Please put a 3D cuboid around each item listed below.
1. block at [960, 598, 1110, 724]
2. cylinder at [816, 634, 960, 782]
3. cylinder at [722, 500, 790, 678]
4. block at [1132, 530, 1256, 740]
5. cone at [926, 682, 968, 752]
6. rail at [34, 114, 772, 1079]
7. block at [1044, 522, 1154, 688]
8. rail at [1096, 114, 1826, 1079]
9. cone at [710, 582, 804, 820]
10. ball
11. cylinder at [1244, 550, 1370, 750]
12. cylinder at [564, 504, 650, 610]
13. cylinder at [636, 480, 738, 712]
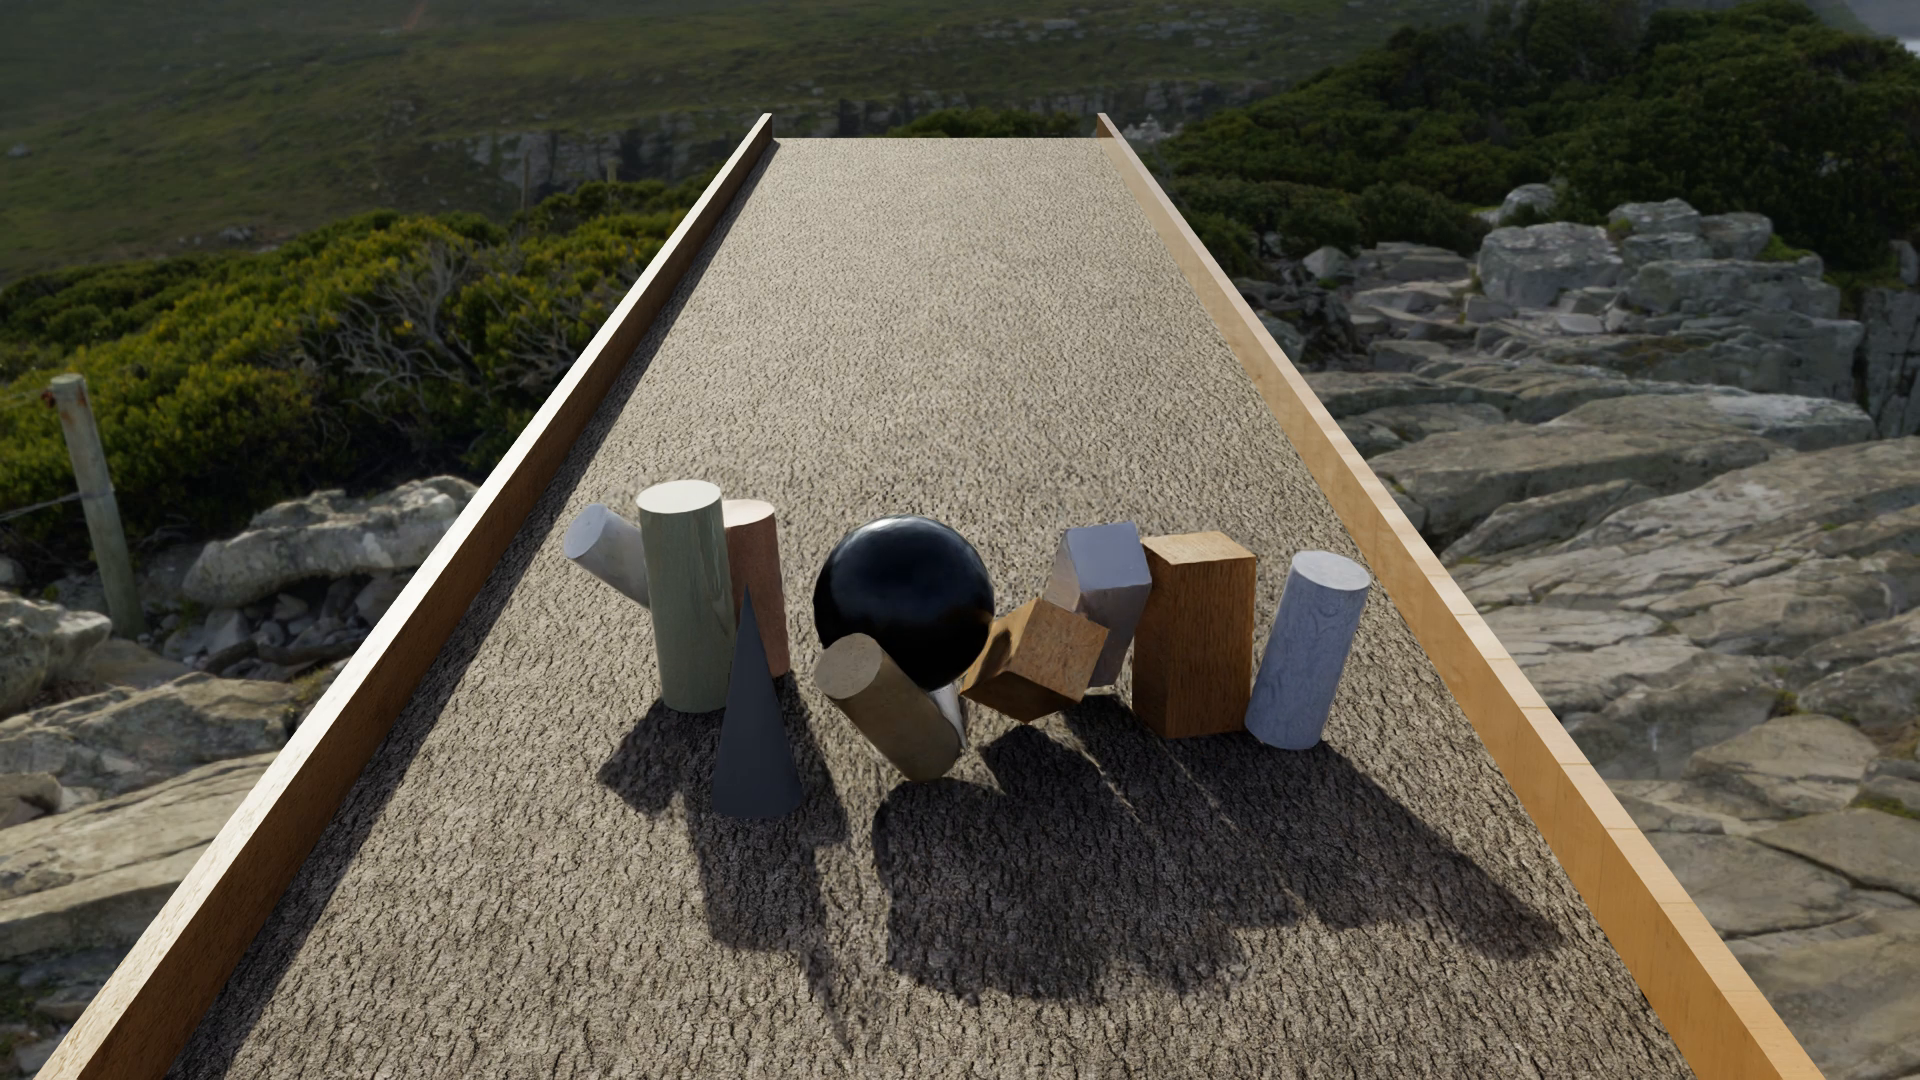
[{"bbox_3d":[0.126,0.218,3.899,0.136,0.136,0.396,25,-14,-7],"label":"block"},{"bbox_3d":[-0.118,0.287,3.721,0.122,0.308,0.122,-15,52,20],"label":"cylinder"},{"bbox_3d":[-0.429,0.101,4.296,0.165,0.324,0.165,-4,19,1],"label":"cylinder"},{"bbox_3d":[0.428,0.174,4.051,0.165,0.336,0.165,-5,18,-17],"label":"block"},{"bbox_3d":[-0.028,0.305,4.110,0.104,0.104,0.389,-4,25,-12],"label":"cone"},{"bbox_3d":[-1.118,-0.838,7.780,0.050,0.150,12.000,0,17,-1],"label":"rail"},{"bbox_3d":[0.244,0.130,4.115,0.134,0.374,0.134,-6,58,-13],"label":"block"},{"bbox_3d":[0.932,-0.844,7.801,0.050,0.150,12.000,0,17,-1],"label":"rail"},{"bbox_3d":[-0.348,0.254,3.676,0.158,0.394,0.158,-1,17,0],"label":"cone"},{"bbox_3d":[-0.101,0.117,3.935,0.326,0.326,0.326,0,17,0],"label":"ball"},{"bbox_3d":[0.618,0.198,3.929,0.140,0.335,0.140,10,27,-5],"label":"cylinder"},{"bbox_3d":[-0.610,0.074,4.390,0.374,0.124,0.124,37,-8,-36],"label":"cylinder"},{"bbox_3d":[-0.504,0.106,4.121,0.155,0.409,0.155,-3,24,1],"label":"cylinder"}]
